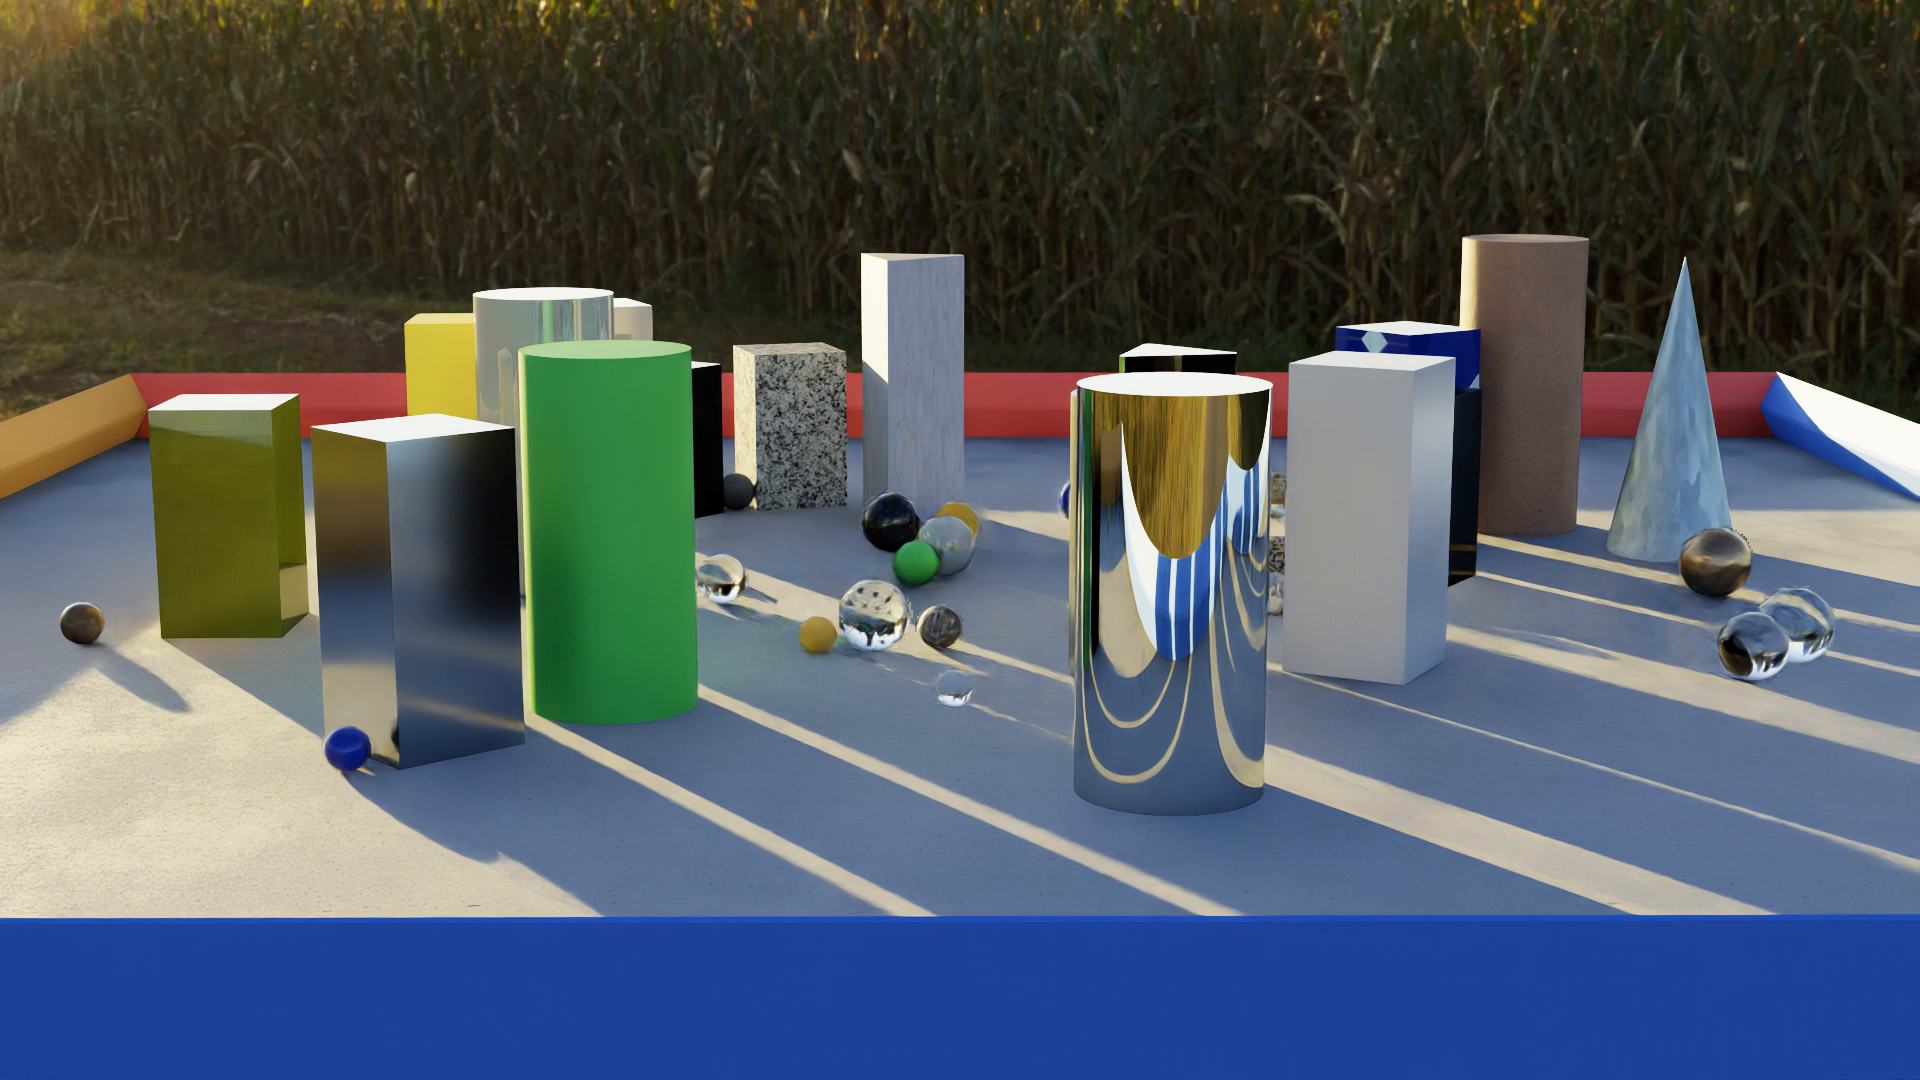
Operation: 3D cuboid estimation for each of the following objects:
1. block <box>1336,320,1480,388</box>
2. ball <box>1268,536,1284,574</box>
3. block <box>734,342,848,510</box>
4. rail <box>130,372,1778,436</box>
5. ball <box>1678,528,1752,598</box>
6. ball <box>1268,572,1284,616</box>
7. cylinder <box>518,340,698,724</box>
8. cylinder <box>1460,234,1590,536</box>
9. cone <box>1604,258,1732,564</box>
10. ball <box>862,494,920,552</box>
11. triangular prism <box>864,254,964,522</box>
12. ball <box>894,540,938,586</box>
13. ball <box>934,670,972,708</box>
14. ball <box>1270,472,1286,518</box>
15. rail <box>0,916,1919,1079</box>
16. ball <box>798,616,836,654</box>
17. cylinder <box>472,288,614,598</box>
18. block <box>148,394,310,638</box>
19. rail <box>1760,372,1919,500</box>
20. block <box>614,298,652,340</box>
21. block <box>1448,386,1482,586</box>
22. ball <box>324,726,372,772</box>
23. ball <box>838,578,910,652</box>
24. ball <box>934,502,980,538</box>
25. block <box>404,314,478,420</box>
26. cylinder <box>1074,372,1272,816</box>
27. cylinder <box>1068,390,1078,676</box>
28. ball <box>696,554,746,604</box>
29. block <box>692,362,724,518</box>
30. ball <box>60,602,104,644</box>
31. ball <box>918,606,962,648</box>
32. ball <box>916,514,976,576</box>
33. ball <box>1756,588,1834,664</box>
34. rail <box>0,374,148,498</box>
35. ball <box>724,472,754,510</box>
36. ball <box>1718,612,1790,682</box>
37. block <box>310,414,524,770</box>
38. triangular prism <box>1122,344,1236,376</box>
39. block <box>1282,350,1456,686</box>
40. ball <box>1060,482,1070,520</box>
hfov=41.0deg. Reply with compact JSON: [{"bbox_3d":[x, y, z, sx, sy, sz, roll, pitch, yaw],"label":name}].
[{"bbox_3d":[0.684,-0.162,3.947,0.155,0.328,0.155,-8,13,-35],"label":"block"},{"bbox_3d":[0.434,0.040,3.498,0.094,0.094,0.094,0,11,0],"label":"ball"},{"bbox_3d":[-0.285,-0.193,4.305,0.155,0.258,0.155,-3,11,-18],"label":"block"},{"bbox_3d":[-0.009,-0.263,5.036,3.245,0.126,0.045,0,11,0],"label":"rail"},{"bbox_3d":[1.042,0.031,3.542,0.097,0.097,0.097,0,11,0],"label":"ball"},{"bbox_3d":[0.422,0.072,3.428,0.058,0.058,0.058,0,11,0],"label":"ball"},{"bbox_3d":[-0.399,-0.013,2.921,0.193,0.410,0.193,0,11,0],"label":"cylinder"},{"bbox_3d":[0.884,-0.247,4.052,0.193,0.457,0.193,0,11,0],"label":"cylinder"},{"bbox_3d":[1.075,-0.203,3.841,0.193,0.447,0.193,0,11,0],"label":"cone"},{"bbox_3d":[-0.104,-0.027,3.873,0.089,0.089,0.089,0,11,0],"label":"ball"},{"bbox_3d":[-0.104,-0.249,4.154,0.145,0.423,0.167,10,14,43],"label":"triangular prism"},{"bbox_3d":[-0.062,0.033,3.618,0.064,0.064,0.064,0,11,0],"label":"ball"},{"bbox_3d":[-0.008,0.170,2.935,0.044,0.044,0.044,0,11,0],"label":"ball"},{"bbox_3d":[0.509,-0.072,4.156,0.074,0.074,0.074,0,11,0],"label":"ball"},{"bbox_3d":[0.009,0.327,1.862,3.245,0.126,0.045,0,11,0],"label":"rail"},{"bbox_3d":[-0.178,0.119,3.202,0.048,0.048,0.048,0,11,0],"label":"ball"},{"bbox_3d":[-0.578,-0.140,3.597,0.193,0.412,0.193,0,11,0],"label":"cylinder"},{"bbox_3d":[-0.950,-0.033,3.343,0.155,0.295,0.155,0,11,-1],"label":"block"},{"bbox_3d":[1.599,0.031,3.458,0.045,0.126,3.276,0,11,0],"label":"rail"},{"bbox_3d":[-0.627,-0.250,4.440,0.155,0.320,0.155,-5,11,-23],"label":"block"},{"bbox_3d":[0.637,-0.078,3.652,0.155,0.271,0.155,7,12,32],"label":"block"},{"bbox_3d":[-0.638,0.217,2.672,0.048,0.048,0.048,0,11,0],"label":"ball"},{"bbox_3d":[-0.108,0.094,3.216,0.091,0.091,0.091,0,11,0],"label":"ball"},{"bbox_3d":[-0.007,-0.023,3.902,0.072,0.072,0.072,0,11,0],"label":"ball"},{"bbox_3d":[-0.737,-0.156,3.843,0.155,0.353,0.155,-1,11,-4],"label":"block"},{"bbox_3d":[0.212,0.049,2.572,0.193,0.415,0.193,0,11,0],"label":"cylinder"},{"bbox_3d":[0.228,-0.008,3.083,0.193,0.340,0.193,0,11,0],"label":"cylinder"},{"bbox_3d":[-0.325,0.053,3.498,0.068,0.068,0.068,0,11,0],"label":"ball"},{"bbox_3d":[-0.496,-0.162,4.176,0.155,0.245,0.155,8,13,35],"label":"block"},{"bbox_3d":[-1.115,0.106,3.257,0.054,0.054,0.054,0,11,0],"label":"ball"},{"bbox_3d":[-0.026,0.110,3.232,0.055,0.055,0.055,0,11,0],"label":"ball"},{"bbox_3d":[-0.021,0.008,3.691,0.088,0.088,0.088,0,11,0],"label":"ball"},{"bbox_3d":[1.022,0.105,3.145,0.095,0.095,0.095,0,11,0],"label":"ball"},{"bbox_3d":[-1.599,0.034,3.440,0.045,0.126,3.276,0,11,0],"label":"rail"},{"bbox_3d":[-0.370,-0.080,4.234,0.062,0.062,0.062,0,11,0],"label":"ball"},{"bbox_3d":[0.946,0.127,3.060,0.083,0.083,0.083,0,11,0],"label":"ball"},{"bbox_3d":[-0.581,0.050,2.755,0.155,0.346,0.155,-10,14,-42],"label":"block"},{"bbox_3d":[0.286,-0.106,3.637,0.167,0.331,0.145,-3,11,-13],"label":"triangular prism"},{"bbox_3d":[0.496,-0.031,3.114,0.155,0.375,0.155,6,12,28],"label":"block"},{"bbox_3d":[0.198,-0.062,4.088,0.080,0.080,0.080,0,11,0],"label":"ball"}]
